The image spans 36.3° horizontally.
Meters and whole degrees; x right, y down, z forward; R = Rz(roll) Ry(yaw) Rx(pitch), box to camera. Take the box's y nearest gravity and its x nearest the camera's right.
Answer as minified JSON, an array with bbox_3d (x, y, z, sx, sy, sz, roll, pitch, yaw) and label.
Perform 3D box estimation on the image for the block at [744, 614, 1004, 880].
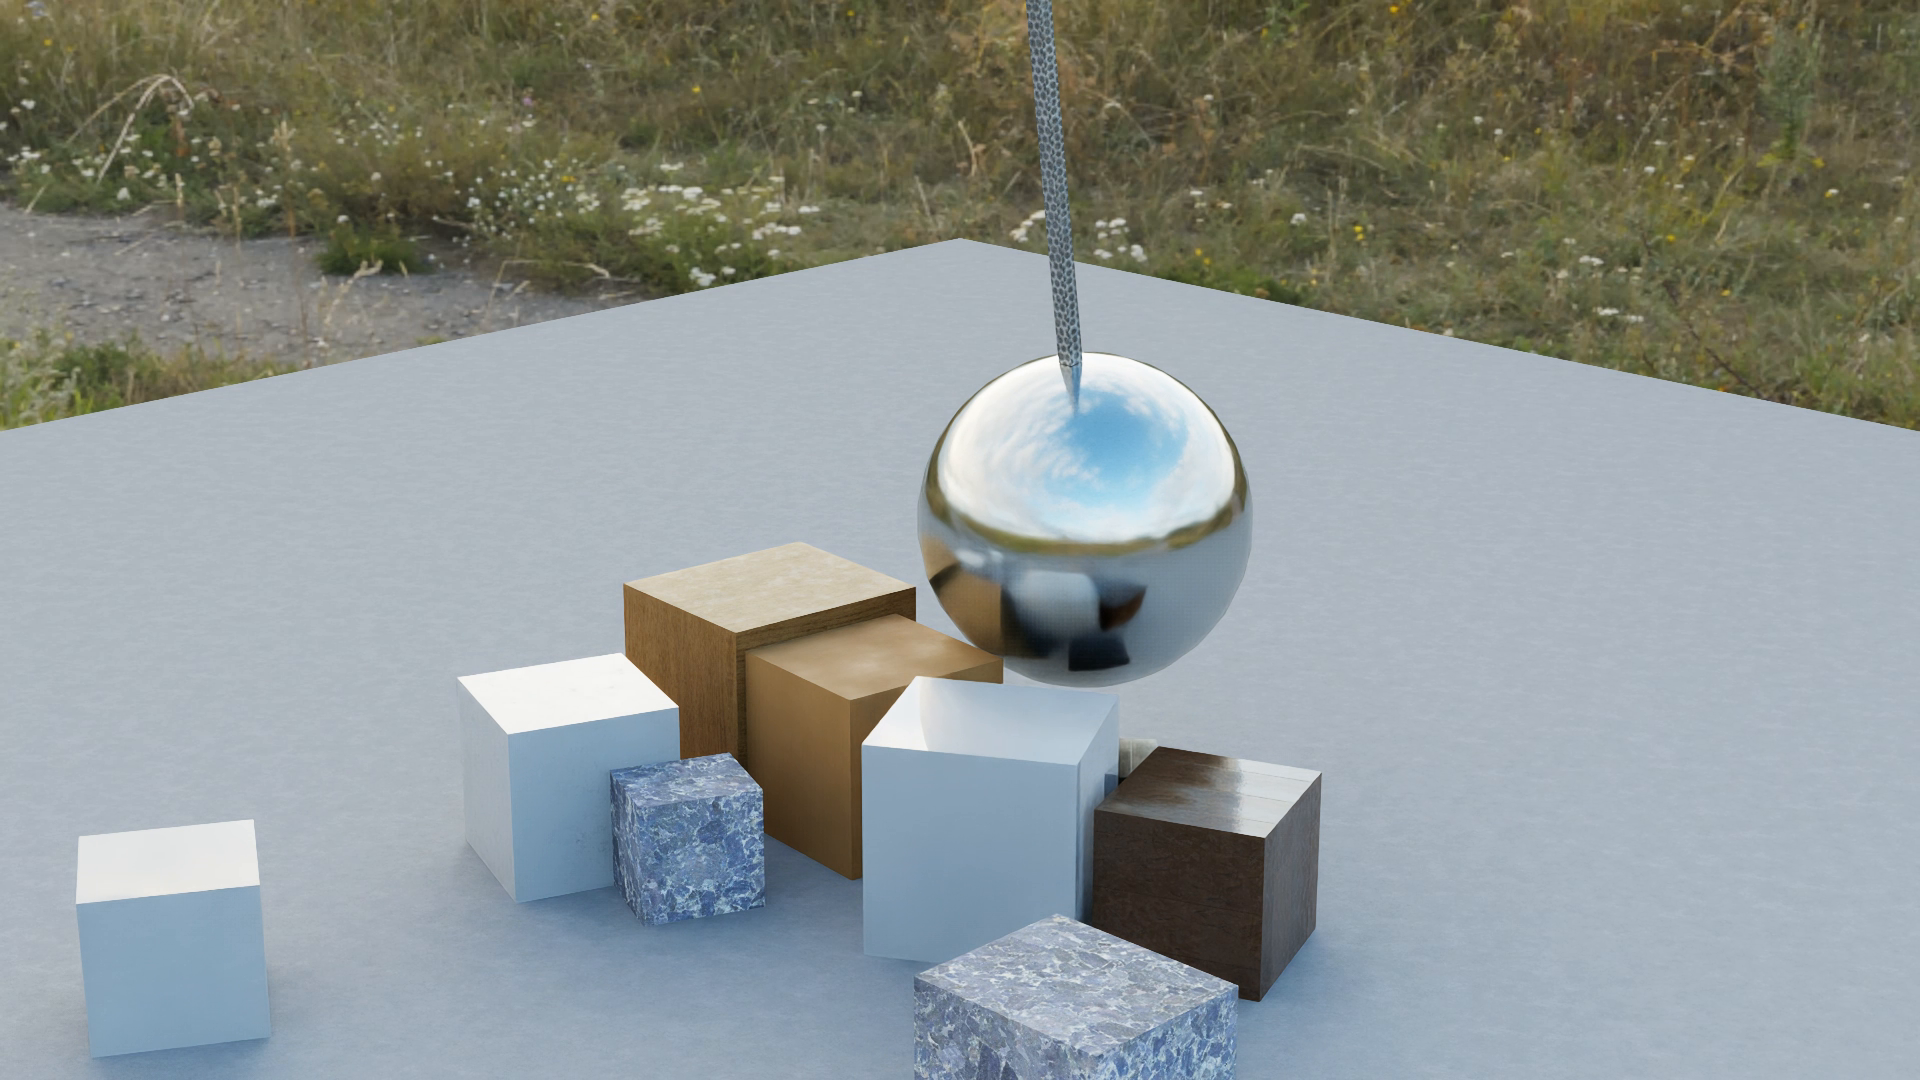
[{"bbox_3d":[-0.403,0.957,13.834,0.884,0.879,0.836,-13,22,-36],"label":"block"}]

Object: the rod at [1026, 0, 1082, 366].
[{"bbox_3d":[0.257,-3.206,12.604,0.080,5.200,0.080,17,32,42],"label":"rod"}]

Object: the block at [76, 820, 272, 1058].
[{"bbox_3d":[-3.229,1.626,12.051,0.706,0.672,0.693,-5,18,-14],"label":"block"}]

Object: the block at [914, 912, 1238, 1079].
[{"bbox_3d":[0.413,1.984,10.608,0.879,0.855,0.757,16,24,42],"label":"block"}]

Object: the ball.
[{"bbox_3d":[0.594,-0.095,13.934,1.600,1.600,1.600,0,17,0],"label":"ball"}]

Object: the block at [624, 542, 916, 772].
[{"bbox_3d":[-0.935,0.688,14.520,1.079,0.981,0.954,-14,22,-37],"label":"block"}]

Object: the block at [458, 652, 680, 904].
[{"bbox_3d":[-1.801,1.083,13.542,0.798,0.813,0.801,-8,19,-24],"label":"block"}]

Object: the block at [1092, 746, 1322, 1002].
[{"bbox_3d":[1.063,1.419,12.594,0.750,0.741,0.789,8,19,23],"label":"block"}]

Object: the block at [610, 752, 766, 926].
[{"bbox_3d":[-1.223,1.337,13.149,0.564,0.564,0.478,-7,19,-21],"label":"block"}]

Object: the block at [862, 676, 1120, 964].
[{"bbox_3d":[0.144,1.236,12.790,0.930,0.973,0.864,5,18,14],"label":"block"}]

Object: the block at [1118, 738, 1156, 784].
[{"bbox_3d":[0.683,1.233,13.627,0.449,0.477,0.487,1,17,3],"label":"block"}]
